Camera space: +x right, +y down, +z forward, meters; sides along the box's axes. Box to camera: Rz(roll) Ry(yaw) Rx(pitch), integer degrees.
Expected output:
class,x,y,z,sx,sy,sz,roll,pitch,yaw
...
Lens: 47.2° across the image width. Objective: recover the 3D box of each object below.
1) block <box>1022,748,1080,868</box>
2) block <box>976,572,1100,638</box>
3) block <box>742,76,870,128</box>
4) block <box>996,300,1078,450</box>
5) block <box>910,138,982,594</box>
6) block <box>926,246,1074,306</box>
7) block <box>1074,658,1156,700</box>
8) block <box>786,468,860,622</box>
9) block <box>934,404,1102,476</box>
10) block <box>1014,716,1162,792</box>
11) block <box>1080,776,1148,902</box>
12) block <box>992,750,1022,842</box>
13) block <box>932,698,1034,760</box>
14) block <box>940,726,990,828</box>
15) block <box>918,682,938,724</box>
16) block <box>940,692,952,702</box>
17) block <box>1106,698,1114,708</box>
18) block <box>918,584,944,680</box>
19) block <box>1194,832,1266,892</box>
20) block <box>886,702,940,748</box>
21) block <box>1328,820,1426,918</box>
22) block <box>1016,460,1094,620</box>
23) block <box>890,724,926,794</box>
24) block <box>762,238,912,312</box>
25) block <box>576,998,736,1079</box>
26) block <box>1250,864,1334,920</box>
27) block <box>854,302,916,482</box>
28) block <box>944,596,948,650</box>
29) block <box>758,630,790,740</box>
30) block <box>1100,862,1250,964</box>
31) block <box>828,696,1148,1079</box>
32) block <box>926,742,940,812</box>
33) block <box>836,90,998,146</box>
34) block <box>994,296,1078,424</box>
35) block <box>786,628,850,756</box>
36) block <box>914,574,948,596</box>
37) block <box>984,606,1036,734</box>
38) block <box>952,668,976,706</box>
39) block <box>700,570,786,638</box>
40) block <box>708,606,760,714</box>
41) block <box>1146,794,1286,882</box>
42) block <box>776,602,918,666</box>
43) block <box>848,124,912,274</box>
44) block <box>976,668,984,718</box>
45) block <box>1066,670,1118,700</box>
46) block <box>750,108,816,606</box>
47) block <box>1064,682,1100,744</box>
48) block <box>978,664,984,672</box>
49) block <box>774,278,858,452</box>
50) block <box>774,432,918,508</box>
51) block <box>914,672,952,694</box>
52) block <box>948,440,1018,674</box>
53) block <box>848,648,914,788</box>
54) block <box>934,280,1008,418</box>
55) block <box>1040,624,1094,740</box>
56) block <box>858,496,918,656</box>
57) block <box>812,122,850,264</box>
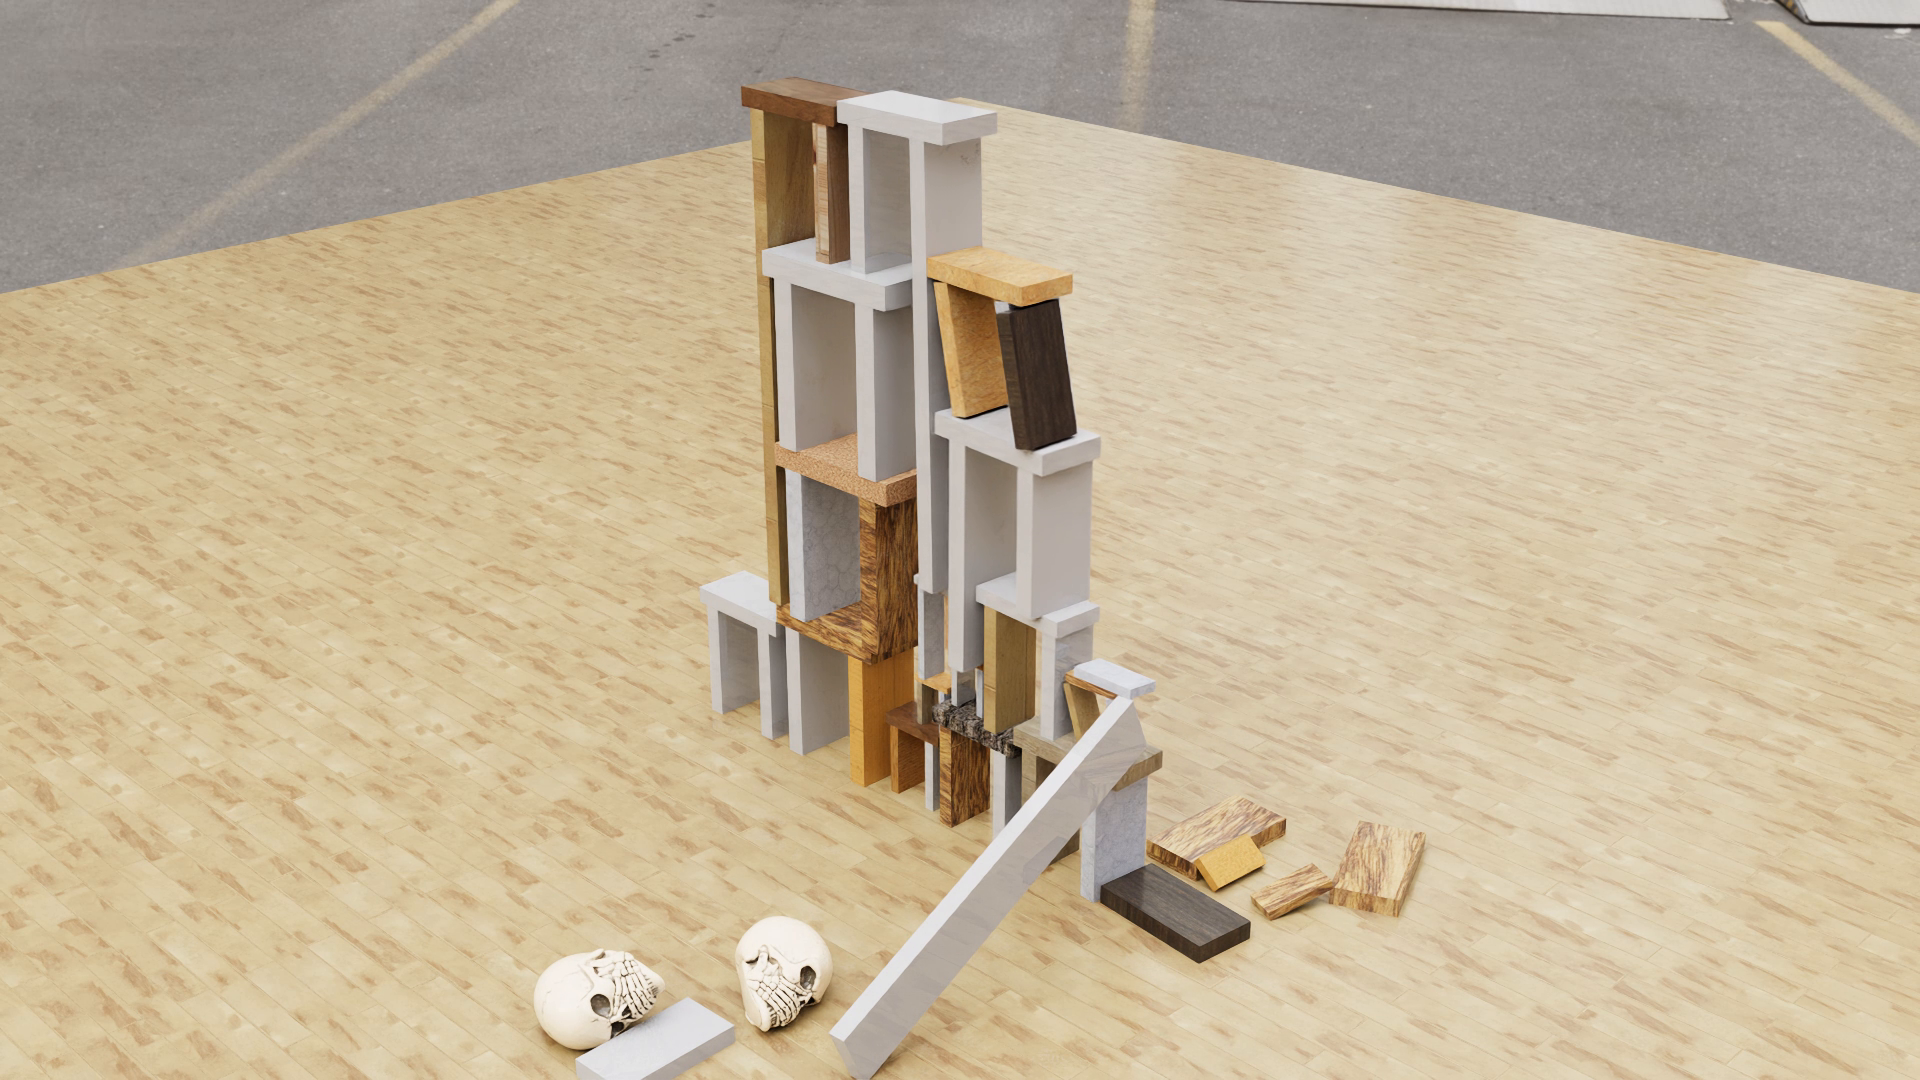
class,x,y,z,sx,sy,sz,roll,pitch,yaw
block,0.176,0.502,4.246,0.037,0.259,0.130,21,31,41
block,0.144,0.119,4.119,0.110,0.031,0.221,-19,30,-38
block,-0.278,-0.833,4.173,0.133,0.038,0.266,-21,31,-40
block,0.136,-0.292,3.885,0.122,0.243,0.034,-20,17,-39
block,-0.020,-0.324,4.117,0.138,0.875,0.039,-19,29,-38
block,0.070,-0.474,3.937,0.125,0.035,0.249,-19,30,-38
block,0.283,0.253,4.023,0.069,0.020,0.139,-14,25,-42
block,-0.276,-0.010,4.516,0.046,0.327,0.163,21,31,41
block,0.104,-0.192,4.014,0.145,0.041,0.291,-19,29,-37
block,0.239,0.390,4.132,0.259,0.037,0.130,21,31,41
block,0.291,0.544,4.146,0.130,0.259,0.037,-17,28,-35
block,0.115,0.496,4.308,0.031,0.222,0.111,21,31,41
block,0.063,0.359,4.306,0.222,0.031,0.111,21,31,41
block,0.010,0.455,4.404,0.031,0.222,0.111,21,31,41
block,-0.065,0.321,4.436,0.013,0.095,0.047,21,31,40
block,-0.020,0.338,4.395,0.013,0.095,0.047,21,31,41
block,0.295,0.339,4.051,0.017,0.119,0.059,13,26,39
block,-0.057,0.175,4.363,0.057,0.204,0.016,-21,31,-41
block,0.520,0.619,4.227,0.139,0.020,0.069,-19,67,-38
block,-0.071,0.373,4.463,0.153,0.022,0.076,21,31,40
block,0.804,0.630,4.229,0.131,0.037,0.263,9,25,20
block,0.172,-0.012,4.015,0.145,0.291,0.041,-18,29,-36
block,-0.108,0.439,4.530,0.022,0.153,0.077,21,31,41
block,-0.200,-0.515,4.218,0.347,0.049,0.174,21,31,41
block,-0.510,0.858,3.695,0.122,0.034,0.243,20,30,39
block,0.623,0.660,4.132,0.139,0.020,0.069,-24,29,-14
block,-0.118,-0.301,4.221,0.174,0.347,0.049,-21,31,-41
block,-0.003,0.155,4.296,0.057,0.114,0.016,-21,31,-40
block,-0.372,0.293,4.746,0.036,0.254,0.127,21,31,41
block,0.398,0.691,4.085,0.131,0.037,0.263,-18,29,-35
block,0.065,0.590,3.806,0.034,0.122,0.823,19,53,38
block,-0.035,0.467,4.463,0.022,0.153,0.076,21,31,41
block,-0.079,-0.768,3.992,0.138,0.039,0.276,-21,31,-40
block,0.136,-0.315,3.930,0.125,0.249,0.035,-20,17,-39
block,-0.298,0.300,4.682,0.041,0.291,0.145,21,31,41
block,-0.030,0.085,4.296,0.057,0.016,0.114,-21,31,-40
block,0.097,0.233,4.225,0.110,0.263,0.031,-21,31,-40
block,0.007,0.272,4.338,0.015,0.104,0.052,21,31,41
block,-0.432,0.136,4.745,0.254,0.036,0.127,21,31,41
block,-0.492,0.246,4.856,0.036,0.254,0.127,21,31,41
block,0.506,0.585,4.334,0.263,0.037,0.131,-19,30,-38
block,-0.230,0.174,4.555,0.291,0.041,0.145,21,31,41
block,-0.143,-0.648,4.114,0.039,0.276,0.138,21,31,40
block,0.056,0.291,4.293,0.015,0.103,0.052,21,31,41
block,0.259,0.261,4.062,0.119,0.017,0.059,19,29,40
block,-0.340,-0.363,4.441,0.133,1.036,0.038,-21,31,-41
block,0.232,0.315,4.109,0.059,0.119,0.017,-21,11,-40
block,0.031,0.227,4.293,0.052,0.015,0.103,-21,31,-41
block,-0.282,-0.365,4.371,0.049,0.347,0.174,21,31,41
block,-0.199,-0.151,4.372,0.327,0.046,0.163,21,31,41
block,-0.042,0.280,4.394,0.095,0.013,0.047,21,31,40
block,0.045,0.015,4.175,0.145,0.466,0.041,-21,31,-40
block,-0.161,0.353,4.556,0.041,0.291,0.145,21,31,41
block,0.027,-0.362,4.040,0.125,0.249,0.035,-20,18,-39
block,0.201,0.255,4.120,0.031,0.220,0.110,20,30,39
block,-0.122,0.050,4.374,0.163,0.327,0.046,-21,31,-40
block,-0.214,-0.668,4.174,0.038,0.266,0.133,21,31,41
